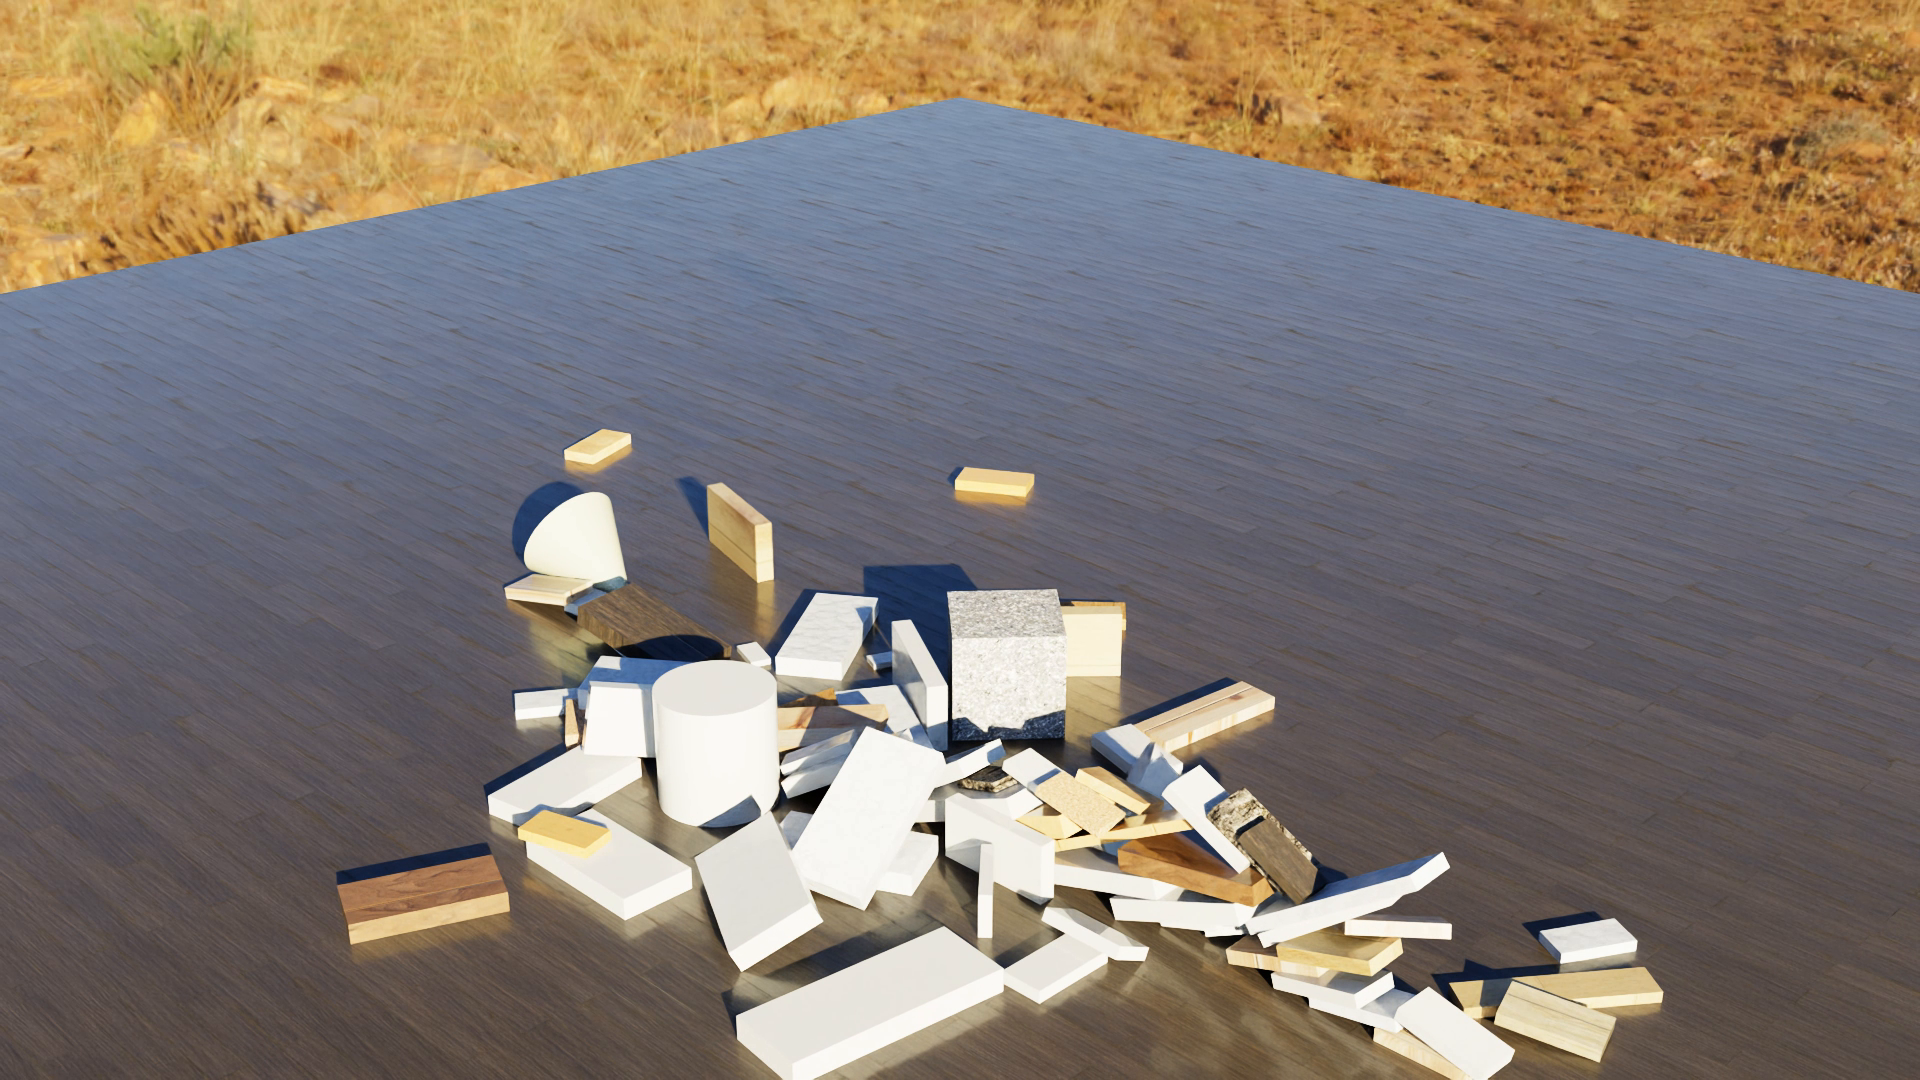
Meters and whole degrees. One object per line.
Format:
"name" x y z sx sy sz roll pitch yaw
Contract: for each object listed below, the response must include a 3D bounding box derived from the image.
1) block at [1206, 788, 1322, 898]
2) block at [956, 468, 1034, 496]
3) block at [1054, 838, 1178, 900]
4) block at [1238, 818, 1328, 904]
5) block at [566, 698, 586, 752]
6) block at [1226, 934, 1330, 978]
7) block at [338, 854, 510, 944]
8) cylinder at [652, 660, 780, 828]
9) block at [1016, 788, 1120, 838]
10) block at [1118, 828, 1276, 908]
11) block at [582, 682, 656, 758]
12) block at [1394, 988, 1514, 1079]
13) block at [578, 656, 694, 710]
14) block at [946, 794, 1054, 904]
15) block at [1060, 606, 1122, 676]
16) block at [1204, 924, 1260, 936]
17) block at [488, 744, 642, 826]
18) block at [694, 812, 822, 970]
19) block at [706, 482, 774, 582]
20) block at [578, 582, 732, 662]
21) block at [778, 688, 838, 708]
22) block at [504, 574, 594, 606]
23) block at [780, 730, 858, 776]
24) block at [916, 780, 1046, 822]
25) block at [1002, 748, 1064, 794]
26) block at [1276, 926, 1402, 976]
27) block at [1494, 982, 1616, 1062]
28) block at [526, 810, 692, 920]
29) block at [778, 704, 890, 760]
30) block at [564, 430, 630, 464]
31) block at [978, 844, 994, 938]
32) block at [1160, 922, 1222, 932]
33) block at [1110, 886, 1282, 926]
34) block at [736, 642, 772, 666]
"block" 0.541 0.536 3.912 0.198 0.028 0.099 45 42 20
"block" 0.097 -0.162 6.106 0.200 0.028 0.100 6 24 14
"block" 0.300 0.614 4.159 0.296 0.042 0.148 1 17 45
"block" 0.567 0.563 3.858 0.077 0.022 0.154 -22 60 -42
"block" -0.684 0.394 4.771 0.336 0.048 0.168 -3 23 -8
"block" 0.583 0.735 3.923 0.194 0.028 0.097 -1 16 44
"block" -1.007 0.672 4.125 0.292 0.041 0.146 -9 25 -21
"cylinder" -0.494 0.412 4.471 0.250 0.250 0.250 0 23 0
"block" 0.143 0.533 4.298 0.158 0.045 0.316 -22 9 -41
"block" 0.450 0.585 3.996 0.296 0.042 0.148 10 24 41
"block" -0.636 0.380 4.607 0.292 0.146 0.041 5 12 -17
"block" 0.827 0.828 3.680 0.090 0.025 0.179 -21 43 -40
"block" -0.648 0.323 4.817 0.336 0.048 0.168 4 23 8
"block" 0.074 0.590 4.209 0.253 0.126 0.036 21 31 40
"block" 0.211 0.232 5.017 0.310 0.155 0.044 0 23 -1
"block" 0.514 0.703 4.035 0.120 0.017 0.060 -8 13 21
"block" -0.809 0.505 4.517 0.146 0.041 0.292 15 27 32
"block" -0.377 0.647 4.082 0.170 0.048 0.340 -31 28 -3
"block" -0.563 -0.021 5.613 0.044 0.154 0.309 -12 26 -26
"block" -0.704 0.218 5.057 0.336 0.048 0.168 30 37 31
"block" -0.345 0.375 4.791 0.162 0.023 0.081 -18 26 -3
"block" -1.009 0.122 5.397 0.202 0.029 0.101 5 22 35
"block" -0.290 0.439 4.539 0.156 0.022 0.078 -21 11 10
"block" 0.045 0.507 4.355 0.158 0.045 0.316 -23 9 -41
"block" 0.161 0.459 4.237 0.074 0.021 0.149 -22 43 -41
"block" 0.658 0.711 3.821 0.194 0.028 0.097 0 16 45
"block" 1.017 0.822 3.757 0.182 0.026 0.091 17 35 24
"block" -0.678 0.621 4.239 0.158 0.045 0.316 -21 31 -40
"block" -0.287 0.407 4.652 0.252 0.036 0.126 -4 36 21
"block" -1.048 -0.271 6.364 0.097 0.027 0.193 10 25 23
"block" 0.050 0.654 4.105 0.025 0.090 0.180 1 23 2
"block" 0.435 0.697 4.056 0.120 0.017 0.060 -1 16 38
"block" 0.436 0.653 4.035 0.296 0.042 0.148 -7 12 46
"block" -0.479 0.267 5.114 0.049 0.014 0.097 -11 25 -23
